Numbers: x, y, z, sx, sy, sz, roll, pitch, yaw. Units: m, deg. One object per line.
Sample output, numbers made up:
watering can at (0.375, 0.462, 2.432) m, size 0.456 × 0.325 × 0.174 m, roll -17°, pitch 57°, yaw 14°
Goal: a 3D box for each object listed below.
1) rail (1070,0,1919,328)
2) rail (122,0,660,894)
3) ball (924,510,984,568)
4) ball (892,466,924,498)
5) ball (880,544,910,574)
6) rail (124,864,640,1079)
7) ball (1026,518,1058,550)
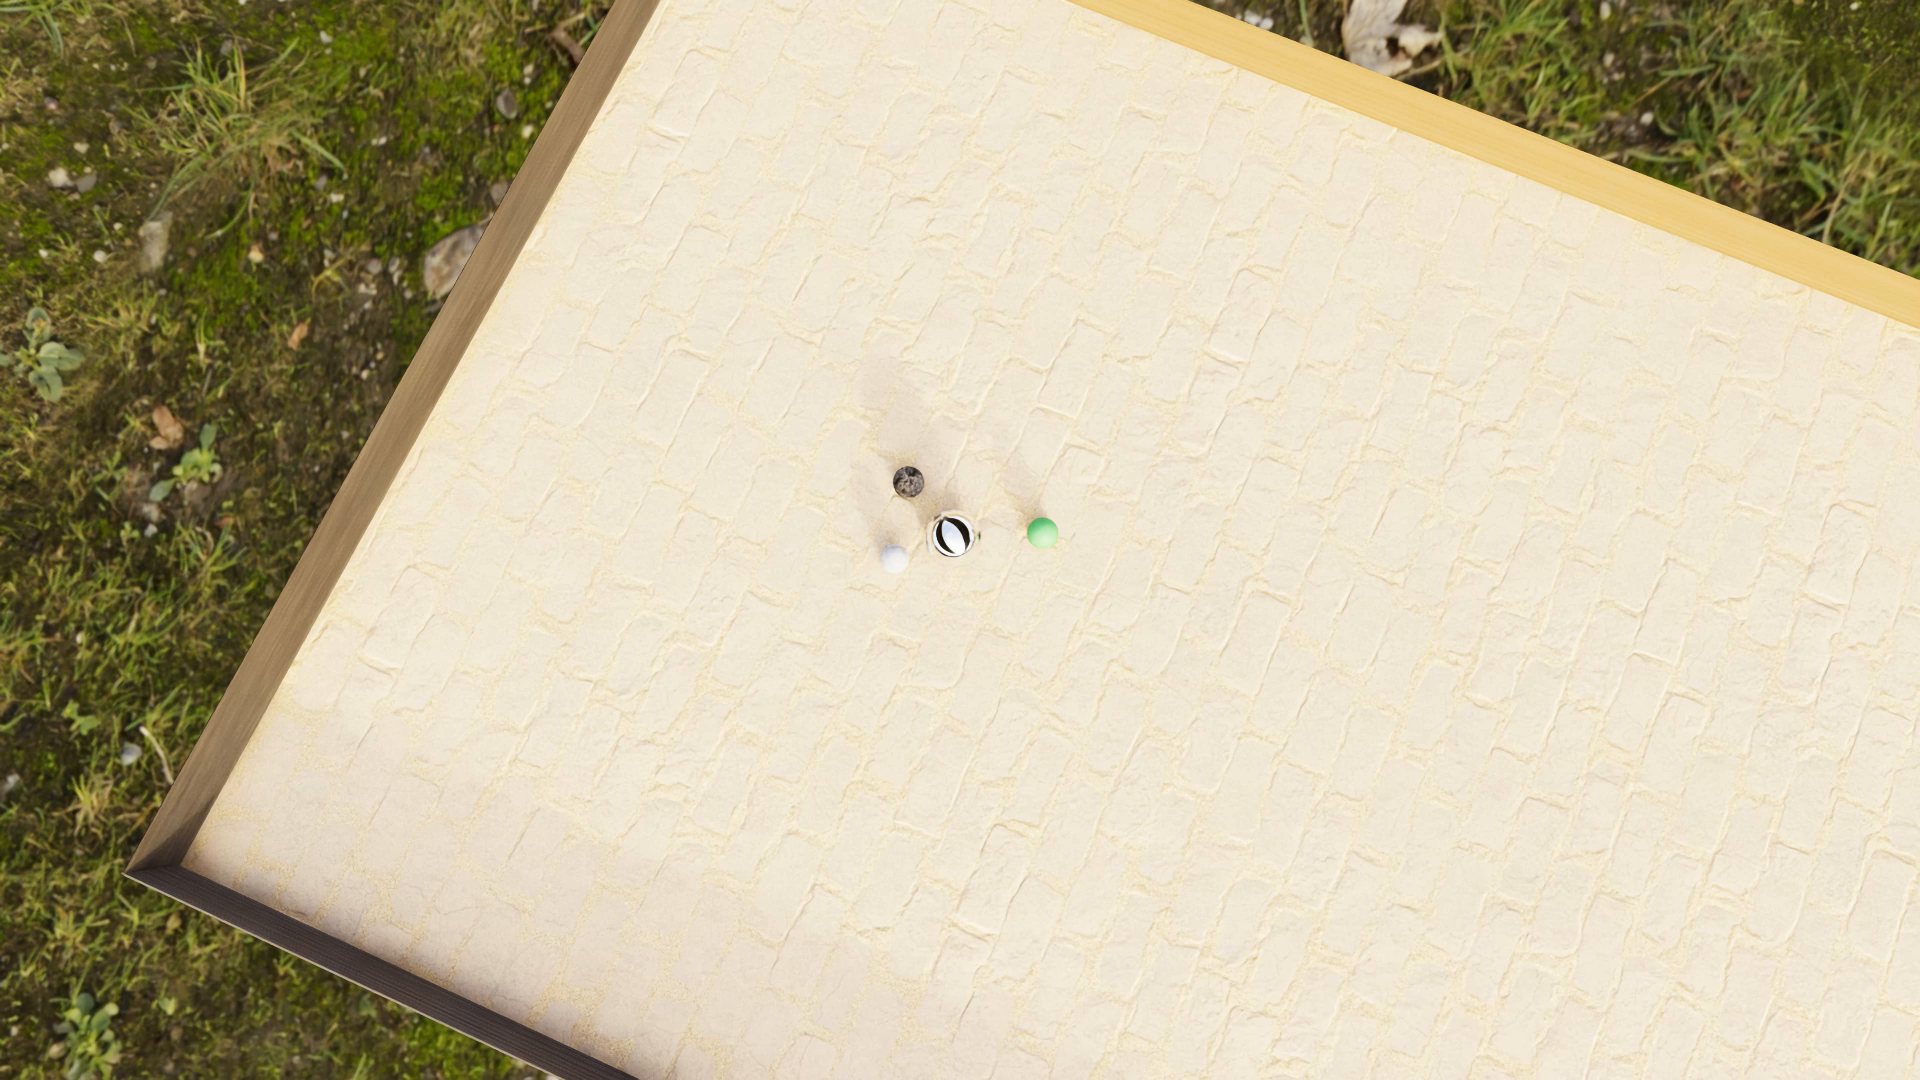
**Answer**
rail at (1.195, -0.497, 3.539) m, size 3.538 × 0.118 × 0.045 m, roll 23°, pitch 73°, yaw 7°
rail at (-0.787, -0.341, 3.488) m, size 0.045 × 0.118 × 1.954 m, roll 23°, pitch 73°, yaw 7°
ball at (-0.010, -0.002, 3.393) m, size 0.091 × 0.091 × 0.091 m, roll 0°, pitch 72°, yaw 0°
ball at (-0.081, -0.091, 3.443) m, size 0.050 × 0.050 × 0.050 m, roll 0°, pitch 72°, yaw 0°
ball at (-0.102, 0.029, 3.406) m, size 0.047 × 0.047 × 0.047 m, roll 0°, pitch 72°, yaw 0°
rail at (0.422, 1.160, 2.997) m, size 3.538 × 0.118 × 0.045 m, roll 23°, pitch 73°, yaw 7°
ball at (0.129, -0.011, 3.417) m, size 0.050 × 0.050 × 0.050 m, roll 0°, pitch 72°, yaw 0°
